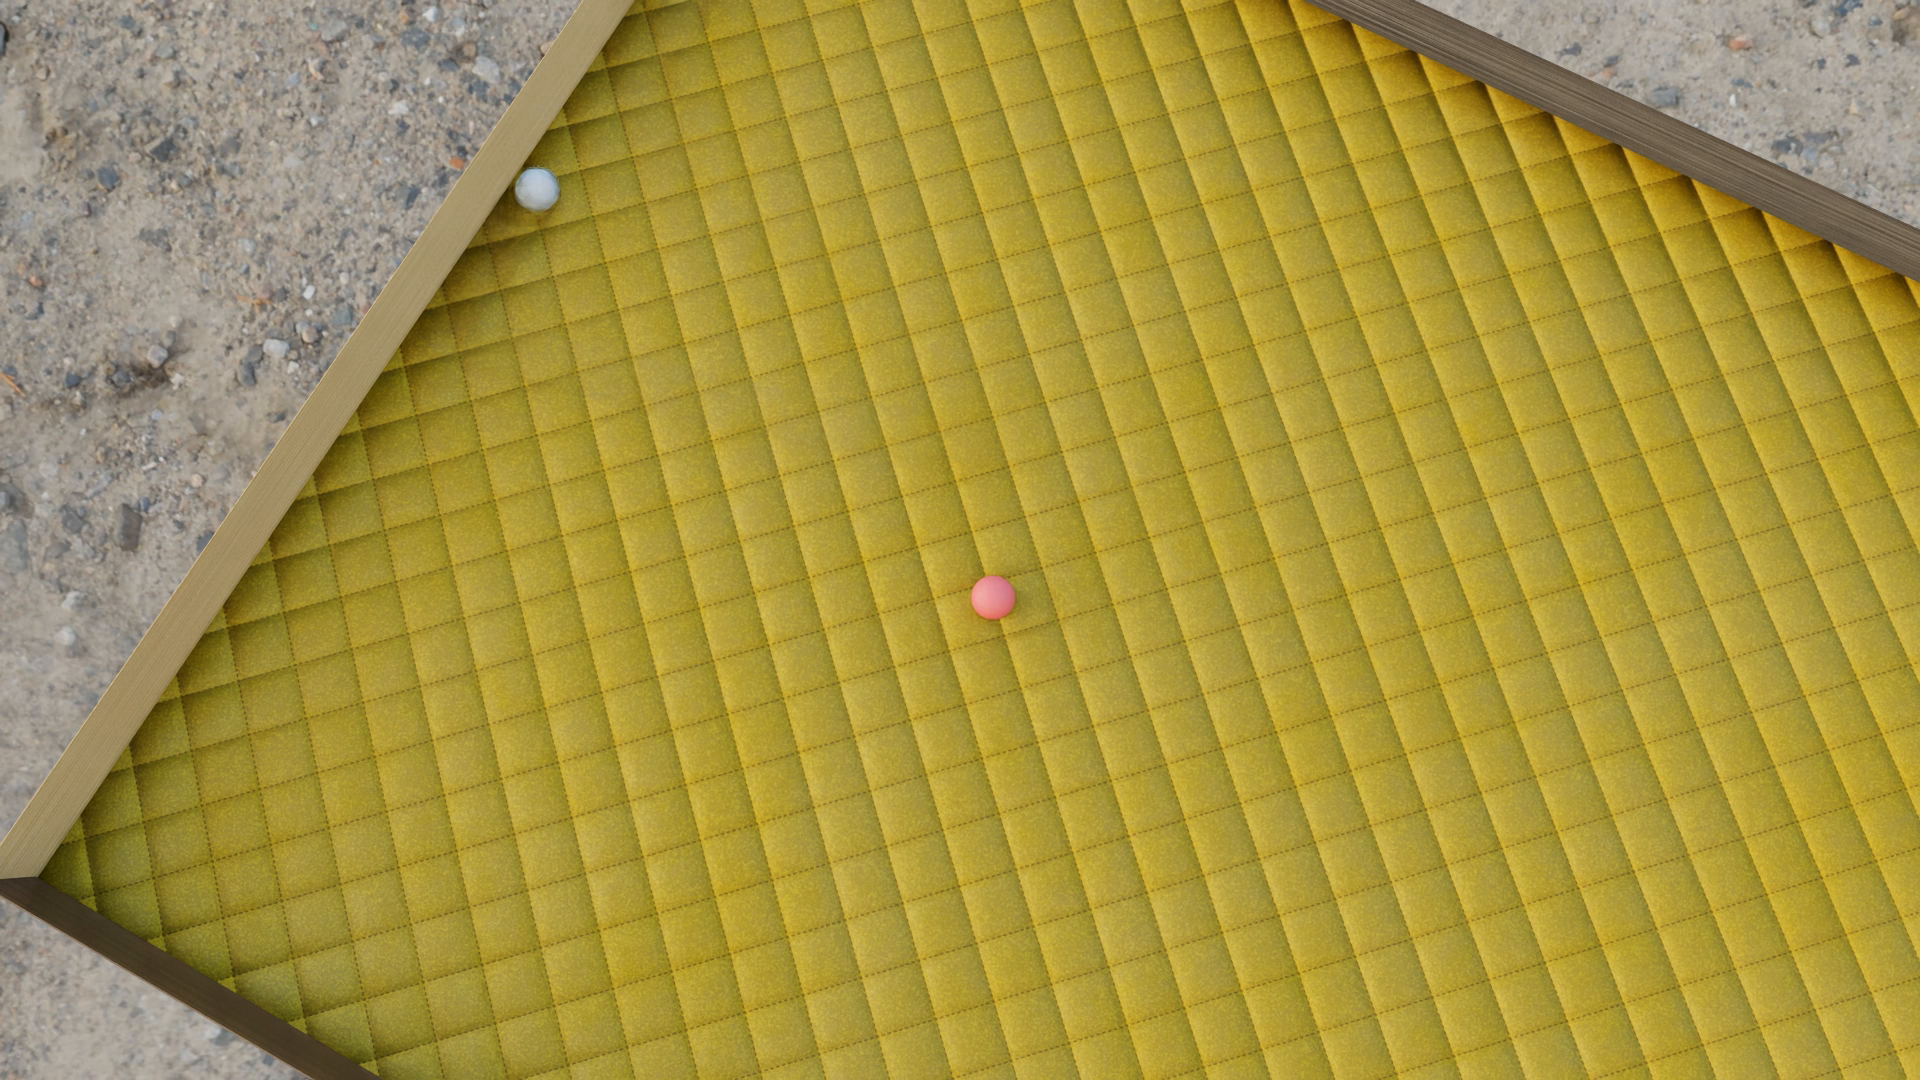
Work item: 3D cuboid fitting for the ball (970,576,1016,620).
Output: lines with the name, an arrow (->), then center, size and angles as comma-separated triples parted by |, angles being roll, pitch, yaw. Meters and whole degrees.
ball -> 0.051, 0.088, 3.388 | 0.069, 0.069, 0.069 | 0, 71, 0

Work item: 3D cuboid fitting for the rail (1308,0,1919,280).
rail -> 1.402, -0.510, 3.560 | 3.921, 0.127, 0.045 | 27, 73, 9

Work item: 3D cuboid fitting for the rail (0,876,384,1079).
rail -> 0.321, 1.376, 2.916 | 3.921, 0.127, 0.045 | 27, 73, 9

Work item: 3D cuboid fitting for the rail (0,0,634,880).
rail -> -0.841, -0.441, 3.536 | 0.045, 0.127, 2.314 | 27, 73, 9

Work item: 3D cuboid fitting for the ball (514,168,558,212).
ball -> -0.695, -0.574, 3.612 | 0.072, 0.072, 0.072 | 0, 71, 0
